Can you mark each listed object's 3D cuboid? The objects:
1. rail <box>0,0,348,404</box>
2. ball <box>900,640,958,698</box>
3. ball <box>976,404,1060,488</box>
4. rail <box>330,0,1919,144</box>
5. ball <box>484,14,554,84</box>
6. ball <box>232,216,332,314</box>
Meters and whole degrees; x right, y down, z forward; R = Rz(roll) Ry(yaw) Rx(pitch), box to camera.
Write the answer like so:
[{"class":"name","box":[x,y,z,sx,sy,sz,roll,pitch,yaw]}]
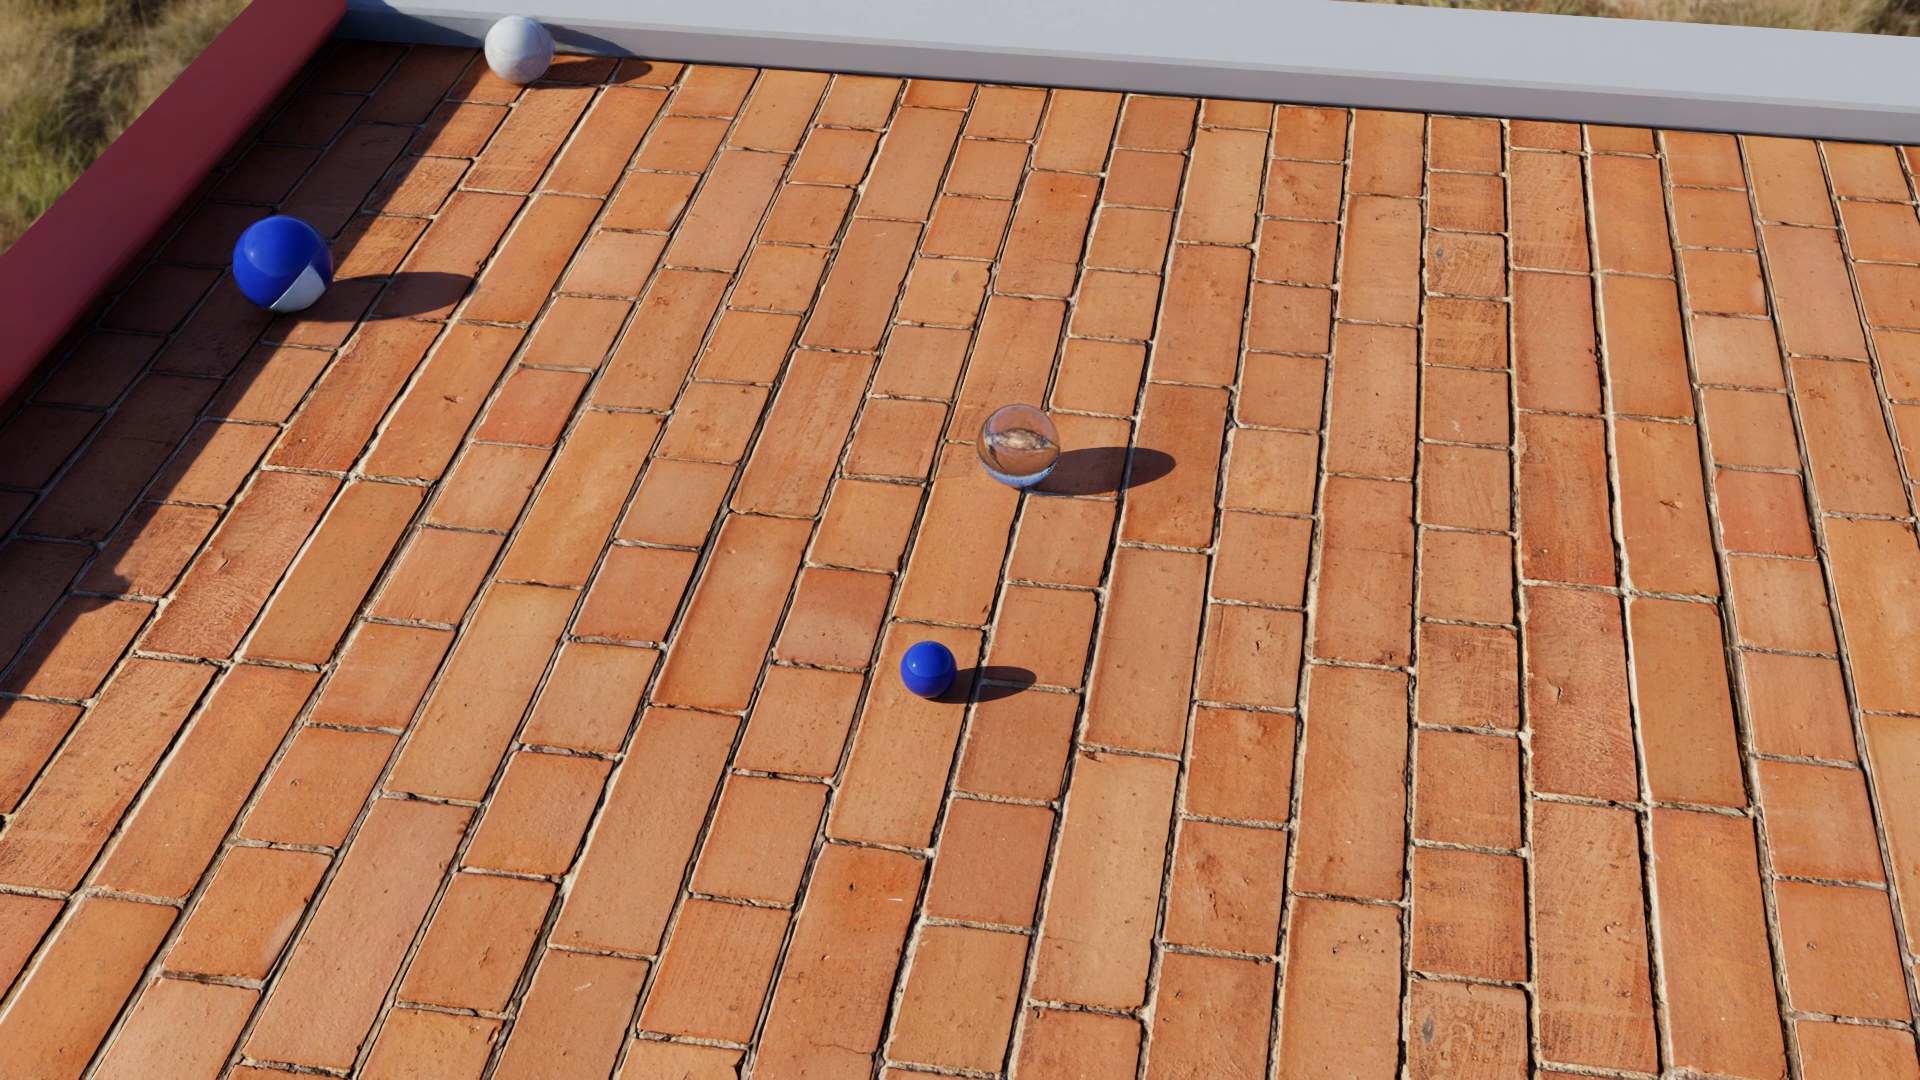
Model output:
[{"class":"rail","box":[-0.798,-0.095,2.020,0.045,0.111,1.760,5,35,8]},{"class":"ball","box":[-0.022,0.091,1.815,0.041,0.041,0.041,0,35,0]},{"class":"ball","box":[0.046,-0.075,2.033,0.067,0.067,0.067,0,35,0]},{"class":"rail","box":[0.957,-0.427,2.502,3.328,0.111,0.045,5,35,8]},{"class":"ball","box":[-0.457,-0.508,2.657,0.070,0.070,0.070,0,35,0]},{"class":"ball","box":[-0.597,-0.243,2.259,0.086,0.086,0.086,0,35,0]}]
